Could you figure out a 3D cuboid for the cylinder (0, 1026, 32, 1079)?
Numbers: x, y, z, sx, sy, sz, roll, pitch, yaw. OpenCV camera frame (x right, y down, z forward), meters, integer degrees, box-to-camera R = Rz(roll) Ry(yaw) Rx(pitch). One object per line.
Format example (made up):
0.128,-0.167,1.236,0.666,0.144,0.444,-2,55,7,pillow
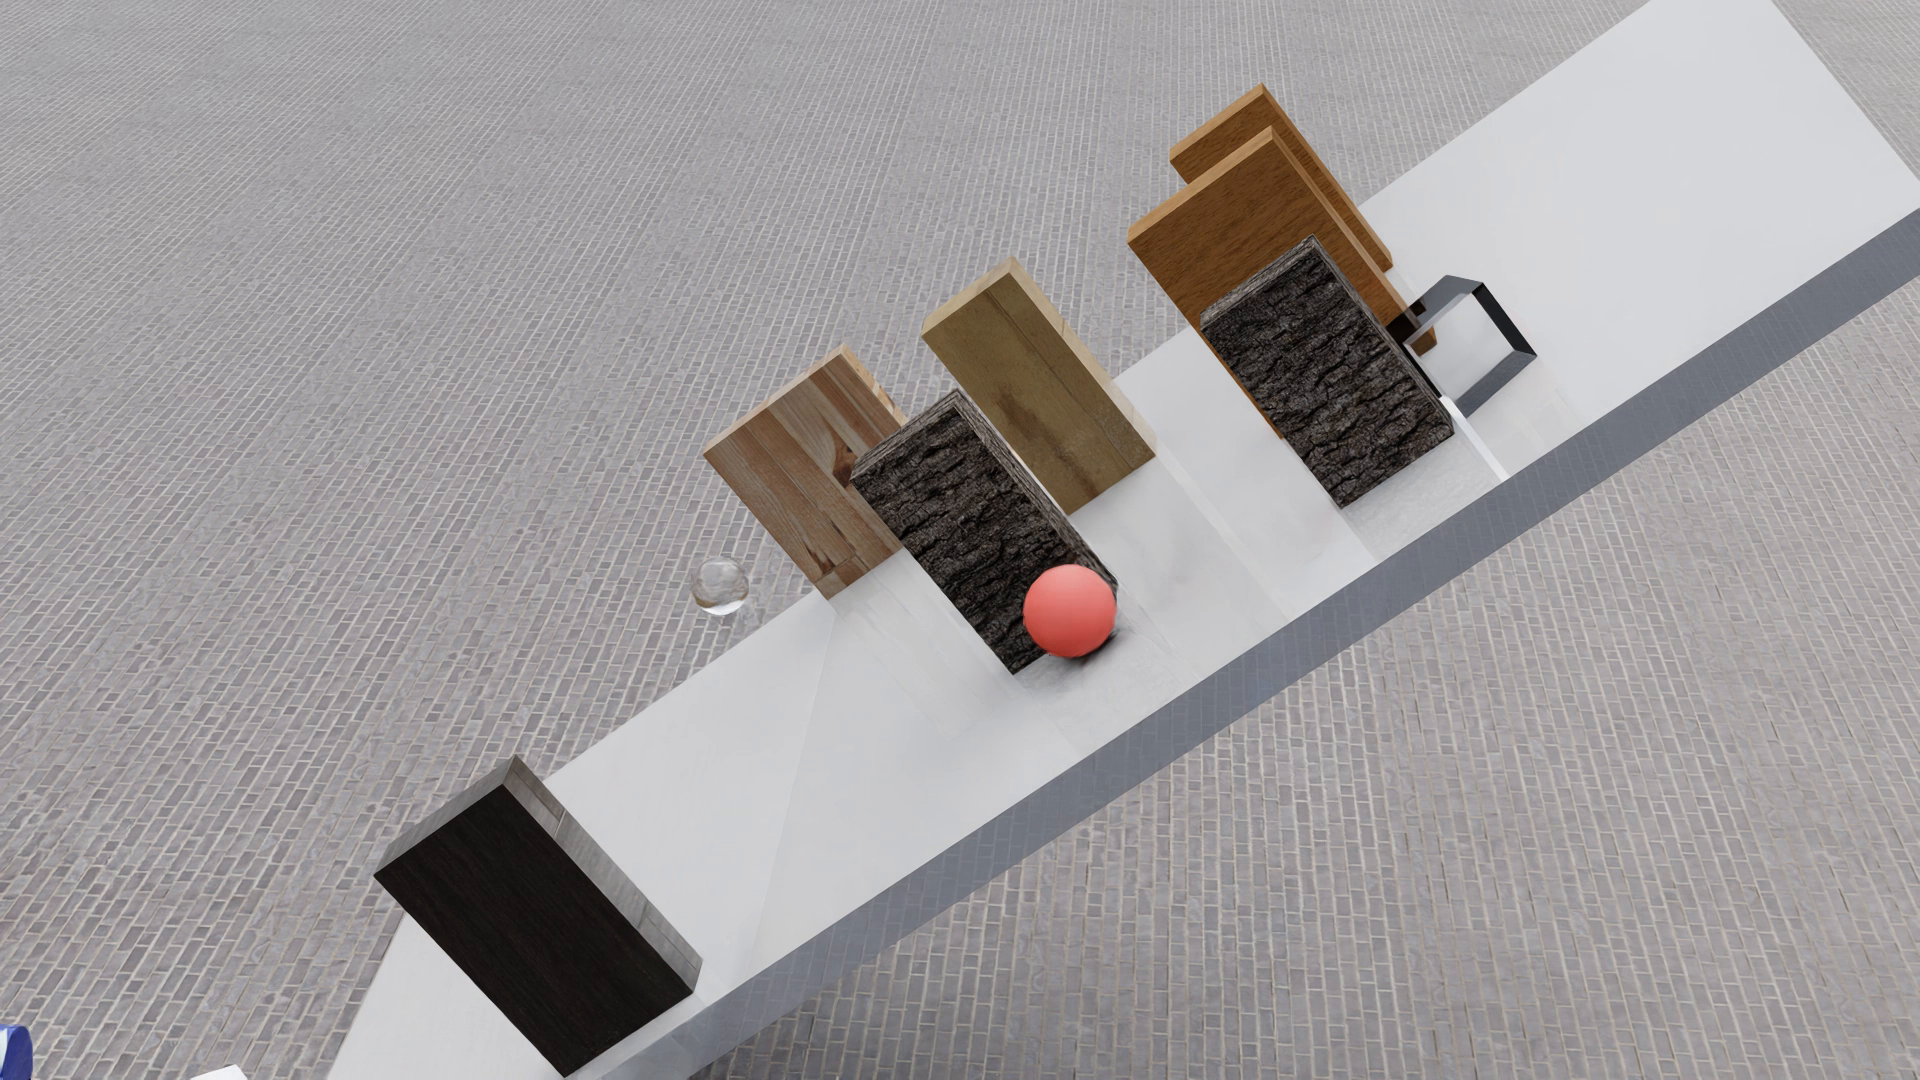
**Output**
-2.297,1.229,6.887,0.188,0.188,0.188,1,23,3,cylinder

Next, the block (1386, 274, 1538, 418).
0.923,-0.361,5.473,0.179,0.179,0.179,-41,16,-3,block

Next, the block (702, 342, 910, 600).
-0.304,-0.163,7.183,0.436,0.483,0.081,-35,16,17,block

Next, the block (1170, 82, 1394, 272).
0.701,-0.726,6.422,0.248,0.483,0.097,-35,16,17,block

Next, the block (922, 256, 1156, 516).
0.177,-0.338,6.477,0.243,0.527,0.126,-35,16,17,block

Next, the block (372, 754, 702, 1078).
-0.817,0.736,5.728,0.338,0.564,0.122,-35,16,17,block

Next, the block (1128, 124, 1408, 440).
0.636,-0.515,5.919,0.355,0.521,0.106,-35,16,17,block

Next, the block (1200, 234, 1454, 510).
0.675,-0.307,5.409,0.254,0.438,0.103,-35,16,17,block

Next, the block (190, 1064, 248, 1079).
-1.704,1.304,6.808,0.112,0.112,0.112,-14,27,-30,block

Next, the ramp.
0.126,0.181,6.329,4.000,0.100,2.000,-35,16,17,ramp

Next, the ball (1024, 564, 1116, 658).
0.214,0.138,5.721,0.181,0.181,0.181,0,23,0,ball

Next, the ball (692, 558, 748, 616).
-0.769,0.149,9.428,0.184,0.184,0.184,0,23,0,ball

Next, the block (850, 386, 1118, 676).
0.051,-0.015,5.874,0.262,0.526,0.114,-35,16,17,block
